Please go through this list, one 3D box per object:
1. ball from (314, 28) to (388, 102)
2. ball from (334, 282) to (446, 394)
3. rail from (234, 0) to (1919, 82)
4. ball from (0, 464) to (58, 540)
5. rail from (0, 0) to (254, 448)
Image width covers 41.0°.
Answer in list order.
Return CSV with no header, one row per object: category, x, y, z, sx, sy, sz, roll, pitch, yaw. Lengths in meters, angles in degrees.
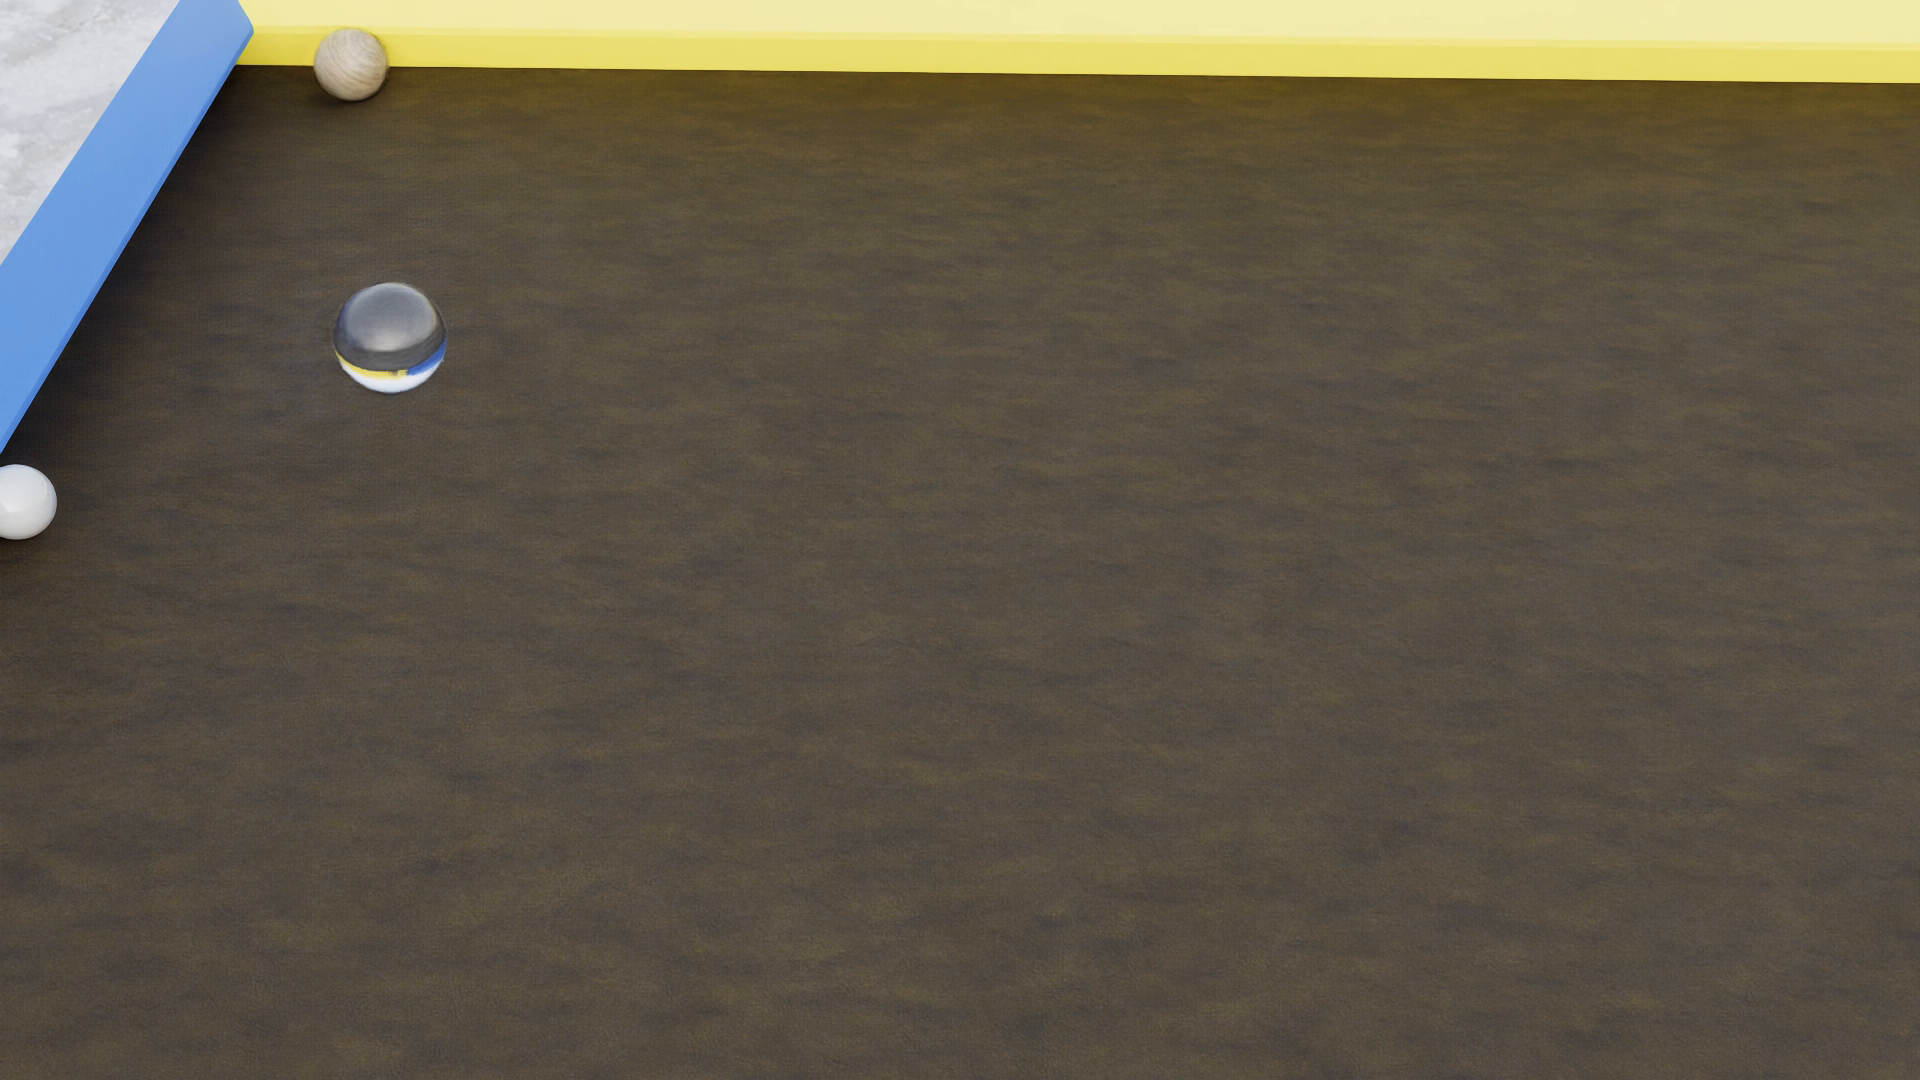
ball,-0.583,-0.455,2.455,0.069,0.069,0.069,0,35,0
ball,-0.449,-0.159,2.020,0.087,0.087,0.087,0,35,0
rail,0.767,-0.483,2.455,2.984,0.113,0.045,1,35,1
ball,-0.684,-0.027,1.862,0.055,0.055,0.055,0,35,0
rail,-0.722,-0.027,1.810,0.045,0.113,1.703,1,35,1
